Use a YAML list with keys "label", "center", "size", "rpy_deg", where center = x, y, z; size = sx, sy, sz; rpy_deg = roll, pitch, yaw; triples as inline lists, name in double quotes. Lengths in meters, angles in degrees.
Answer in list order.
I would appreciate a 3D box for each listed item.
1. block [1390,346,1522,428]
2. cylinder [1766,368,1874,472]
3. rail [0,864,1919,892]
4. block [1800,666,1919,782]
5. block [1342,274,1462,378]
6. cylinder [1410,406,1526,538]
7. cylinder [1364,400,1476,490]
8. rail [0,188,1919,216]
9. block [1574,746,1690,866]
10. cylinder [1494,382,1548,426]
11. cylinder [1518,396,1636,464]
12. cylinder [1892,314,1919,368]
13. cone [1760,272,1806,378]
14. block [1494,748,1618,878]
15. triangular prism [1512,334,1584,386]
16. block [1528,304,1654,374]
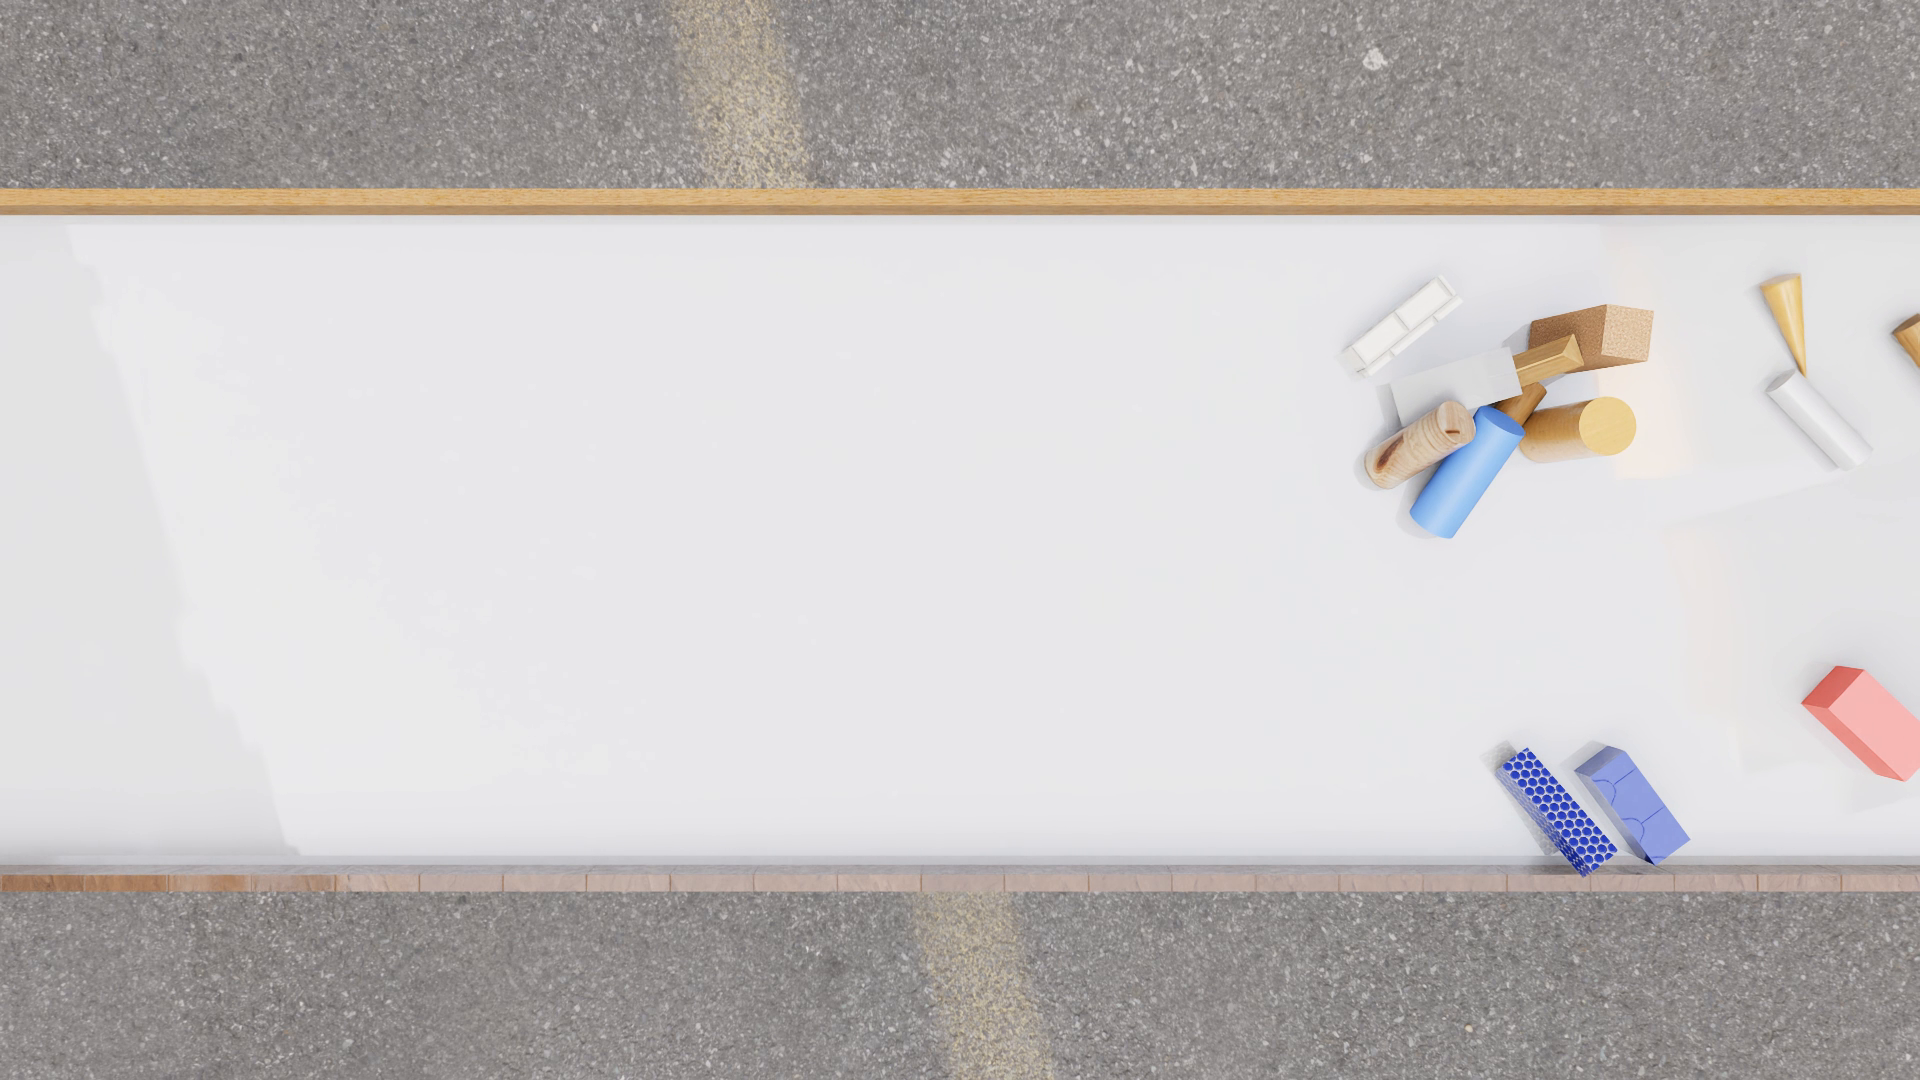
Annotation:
- label: "block"
  center: [1.471, -0.453, 4.901]
  size: [0.145, 0.331, 0.145]
  rpy_deg: [-16, 90, -38]
- label: "cylinder"
  center: [2.618, -0.366, 5.023]
  size: [0.106, 0.106, 0.335]
  rpy_deg: [-44, 90, 0]
- label: "rail"
  center: [-2.247, 1.025, 5.001]
  size: [12.000, 0.150, 0.050]
  rpy_deg: [0, 90, 0]
- label: "block"
  center: [2.758, 0.554, 4.996]
  size: [0.319, 0.161, 0.161]
  rpy_deg: [43, 90, 0]
- label: "block"
  center: [1.344, -0.648, 5.023]
  size: [0.357, 0.107, 0.107]
  rpy_deg: [-39, 90, 0]
- label: "cylinder"
  center: [1.510, -0.200, 4.918]
  size: [0.152, 0.152, 0.383]
  rpy_deg: [27, 119, 0]
- label: "cylinder"
  center: [1.362, -0.278, 4.900]
  size: [0.137, 0.335, 0.137]
  rpy_deg: [11, 63, -24]
- label: "rail"
  center: [-2.247, -1.025, 5.002]
  size: [12.000, 0.150, 0.050]
  rpy_deg: [0, 90, 0]
- label: "block"
  center: [2.040, 0.804, 5.011]
  size: [0.132, 0.132, 0.331]
  rpy_deg: [-36, 90, 0]
- label: "cylinder"
  center: [1.651, -0.351, 5.026]
  size: [0.101, 0.101, 0.312]
  rpy_deg: [37, 90, 0]
- label: "cylinder"
  center: [1.809, -0.320, 4.857]
  size: [0.168, 0.427, 0.168]
  rpy_deg: [0, 90, -4]
- label: "cylinder"
  center: [3.013, -0.505, 5.018]
  size: [0.117, 0.117, 0.397]
  rpy_deg: [-37, 90, 0]
- label: "cone"
  center: [2.551, -0.636, 5.047]
  size: [0.120, 0.120, 0.340]
  rpy_deg: [-20, 100, 0]
- label: "block"
  center: [1.788, 0.817, 4.953]
  size: [0.102, 0.102, 0.389]
  rpy_deg: [-34, 69, -9]
- label: "triangular prism"
  center: [1.641, -0.509, 4.890]
  size: [0.094, 0.423, 0.081]
  rpy_deg: [18, 69, -29]
- label: "block"
  center: [1.846, -0.587, 4.852]
  size: [0.143, 0.432, 0.143]
  rpy_deg: [7, 90, -9]
